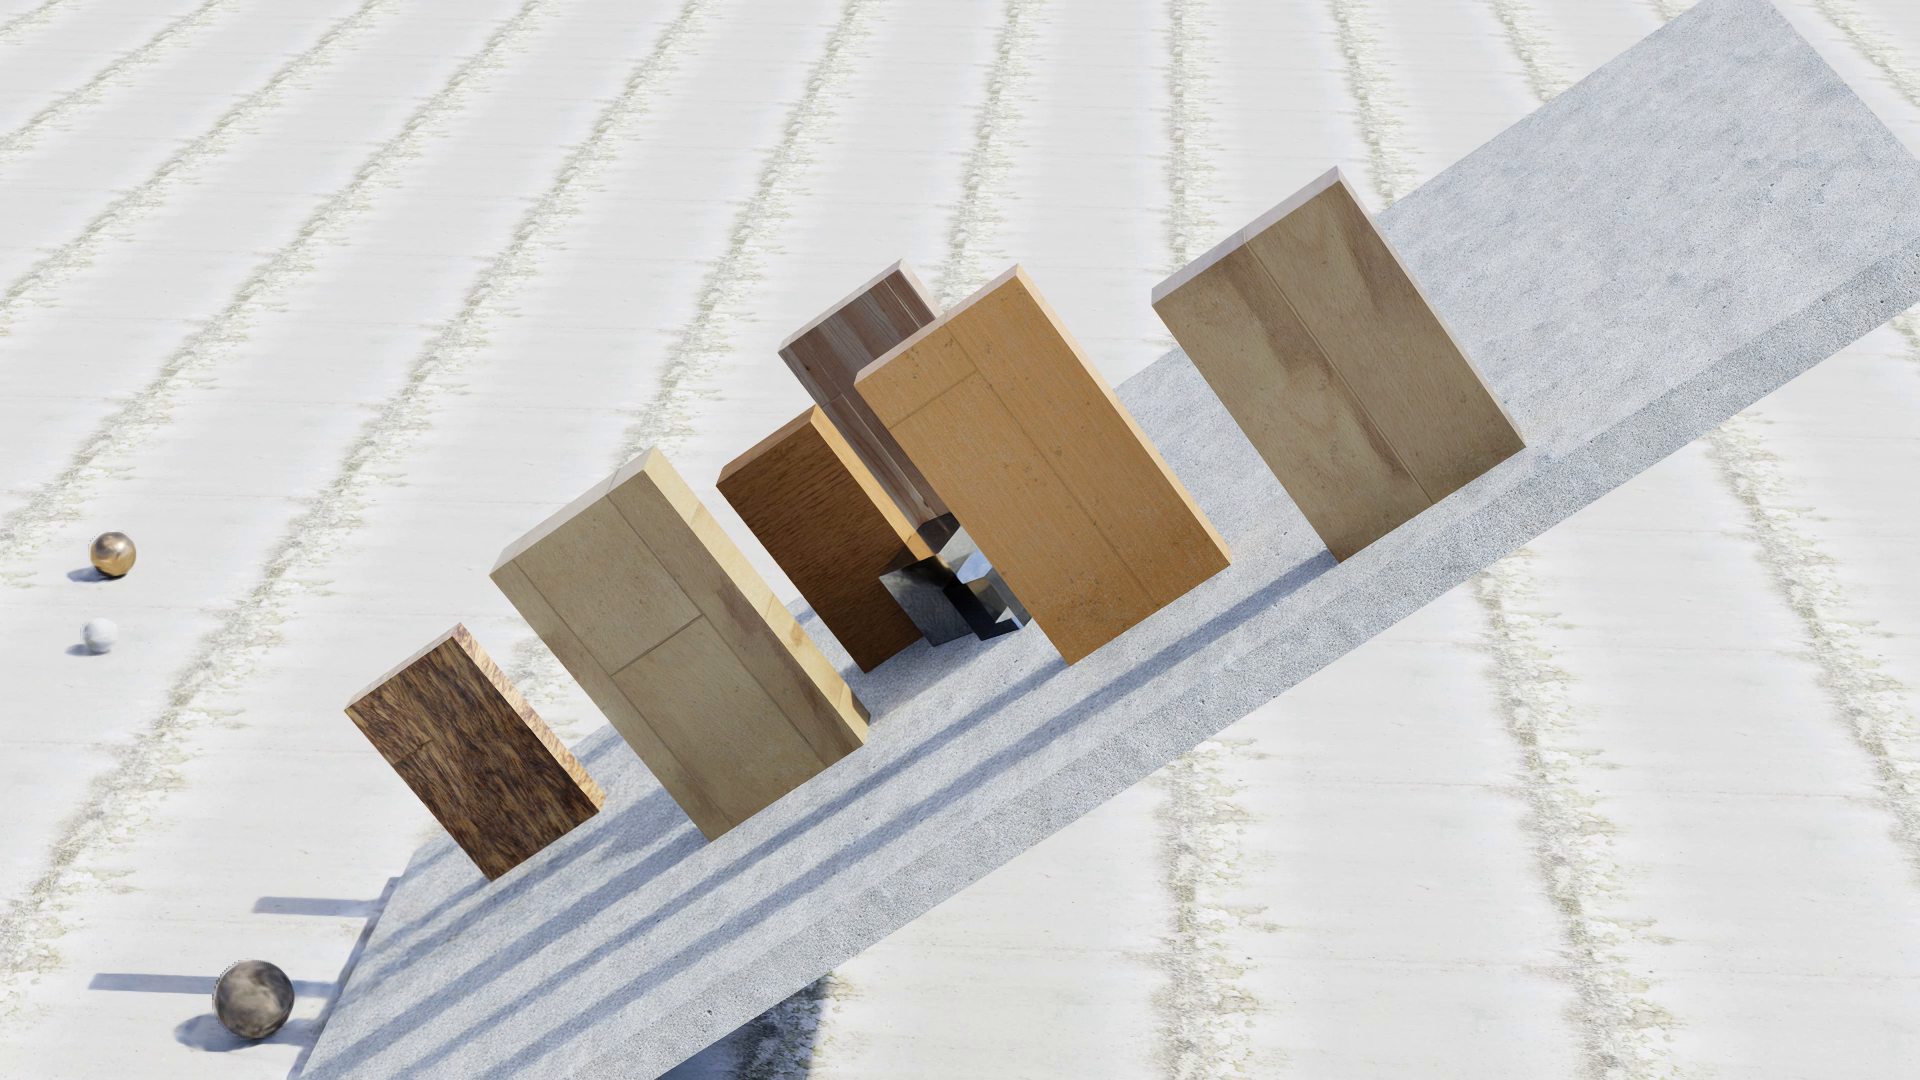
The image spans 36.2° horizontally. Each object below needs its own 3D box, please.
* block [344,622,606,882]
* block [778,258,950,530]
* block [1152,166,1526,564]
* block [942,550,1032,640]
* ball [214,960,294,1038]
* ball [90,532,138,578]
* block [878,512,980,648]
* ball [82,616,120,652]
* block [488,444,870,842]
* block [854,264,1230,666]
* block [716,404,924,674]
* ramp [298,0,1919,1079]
[{"bbox_3d":[-1.148,0.507,6.978,0.338,0.551,0.083,-33,16,16],"label":"block"},{"bbox_3d":[-0.109,-0.327,6.996,0.359,0.591,0.090,-33,16,16],"label":"block"},{"bbox_3d":[0.669,-0.305,5.202,0.392,0.592,0.101,-33,16,16],"label":"block"},{"bbox_3d":[0.084,0.102,6.182,0.140,0.140,0.140,-20,23,48],"label":"block"},{"bbox_3d":[-1.689,1.099,7.041,0.185,0.185,0.185,0,22,0],"label":"ball"},{"bbox_3d":[-2.793,0.047,9.702,0.150,0.150,0.150,0,22,0],"label":"ball"},{"bbox_3d":[-0.005,0.072,6.353,0.200,0.200,0.200,-22,22,45],"label":"block"},{"bbox_3d":[-2.671,0.294,9.144,0.109,0.109,0.109,0,22,0],"label":"ball"},{"bbox_3d":[-0.580,0.223,6.164,0.410,0.747,0.147,-33,16,16],"label":"block"},{"bbox_3d":[0.162,-0.137,5.630,0.378,0.705,0.081,-33,16,16],"label":"block"},{"bbox_3d":[-0.262,0.000,6.483,0.261,0.545,0.118,-33,16,16],"label":"block"},{"bbox_3d":[0.133,0.176,6.313,4.000,0.100,2.000,-33,16,16],"label":"ramp"}]
